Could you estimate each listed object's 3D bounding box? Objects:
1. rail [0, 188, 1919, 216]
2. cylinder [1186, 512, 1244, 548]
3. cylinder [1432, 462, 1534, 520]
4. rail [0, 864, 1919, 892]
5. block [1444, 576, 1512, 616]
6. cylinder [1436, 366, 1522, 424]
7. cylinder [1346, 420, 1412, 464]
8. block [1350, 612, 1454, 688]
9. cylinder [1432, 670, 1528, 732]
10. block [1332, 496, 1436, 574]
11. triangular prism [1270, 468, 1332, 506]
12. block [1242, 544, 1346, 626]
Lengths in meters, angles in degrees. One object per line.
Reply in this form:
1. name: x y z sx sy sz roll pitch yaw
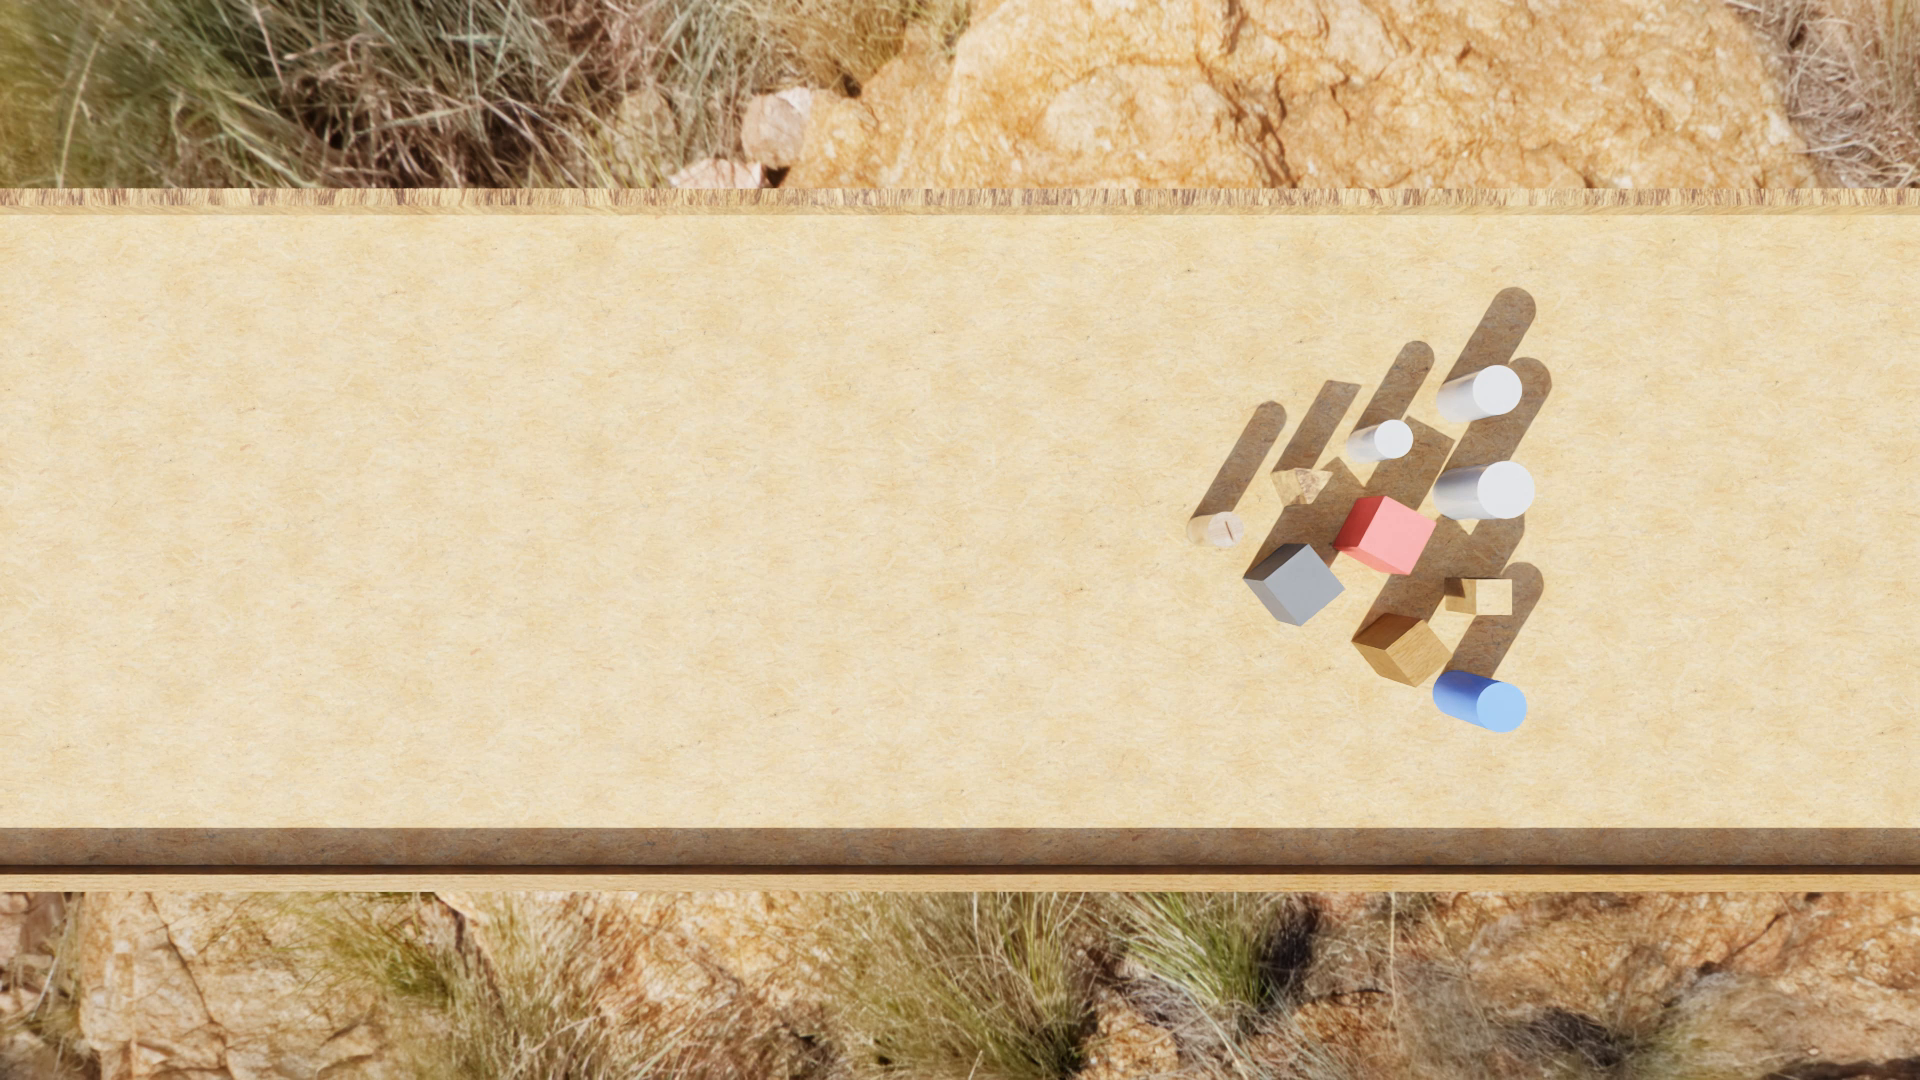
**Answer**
1. rail: -2.247 -1.025 5.002 12.000 0.150 0.050 0 90 0
2. cylinder: 0.746 -0.029 4.850 0.101 0.452 0.101 0 90 0
3. cylinder: 1.534 -0.141 4.855 0.162 0.444 0.162 0 90 0
4. rail: -2.247 1.025 5.001 12.000 0.150 0.050 0 90 0
5. block: 1.544 0.165 4.922 0.102 0.309 0.102 -1 90 0
6. cylinder: 1.535 -0.429 4.895 0.141 0.364 0.141 0 90 0
7. cylinder: 1.243 -0.290 4.902 0.111 0.350 0.111 0 90 0
8. block: 1.299 0.321 4.870 0.138 0.413 0.138 -40 90 0
9. cylinder: 1.525 0.472 4.859 0.142 0.434 0.142 0 90 0
10. block: 1.258 -0.014 4.910 0.168 0.334 0.168 28 90 0
11. triangular prism: 0.993 -0.176 4.891 0.097 0.371 0.111 37 90 0
12. block: 0.987 0.129 4.901 0.169 0.352 0.169 -39 90 0
